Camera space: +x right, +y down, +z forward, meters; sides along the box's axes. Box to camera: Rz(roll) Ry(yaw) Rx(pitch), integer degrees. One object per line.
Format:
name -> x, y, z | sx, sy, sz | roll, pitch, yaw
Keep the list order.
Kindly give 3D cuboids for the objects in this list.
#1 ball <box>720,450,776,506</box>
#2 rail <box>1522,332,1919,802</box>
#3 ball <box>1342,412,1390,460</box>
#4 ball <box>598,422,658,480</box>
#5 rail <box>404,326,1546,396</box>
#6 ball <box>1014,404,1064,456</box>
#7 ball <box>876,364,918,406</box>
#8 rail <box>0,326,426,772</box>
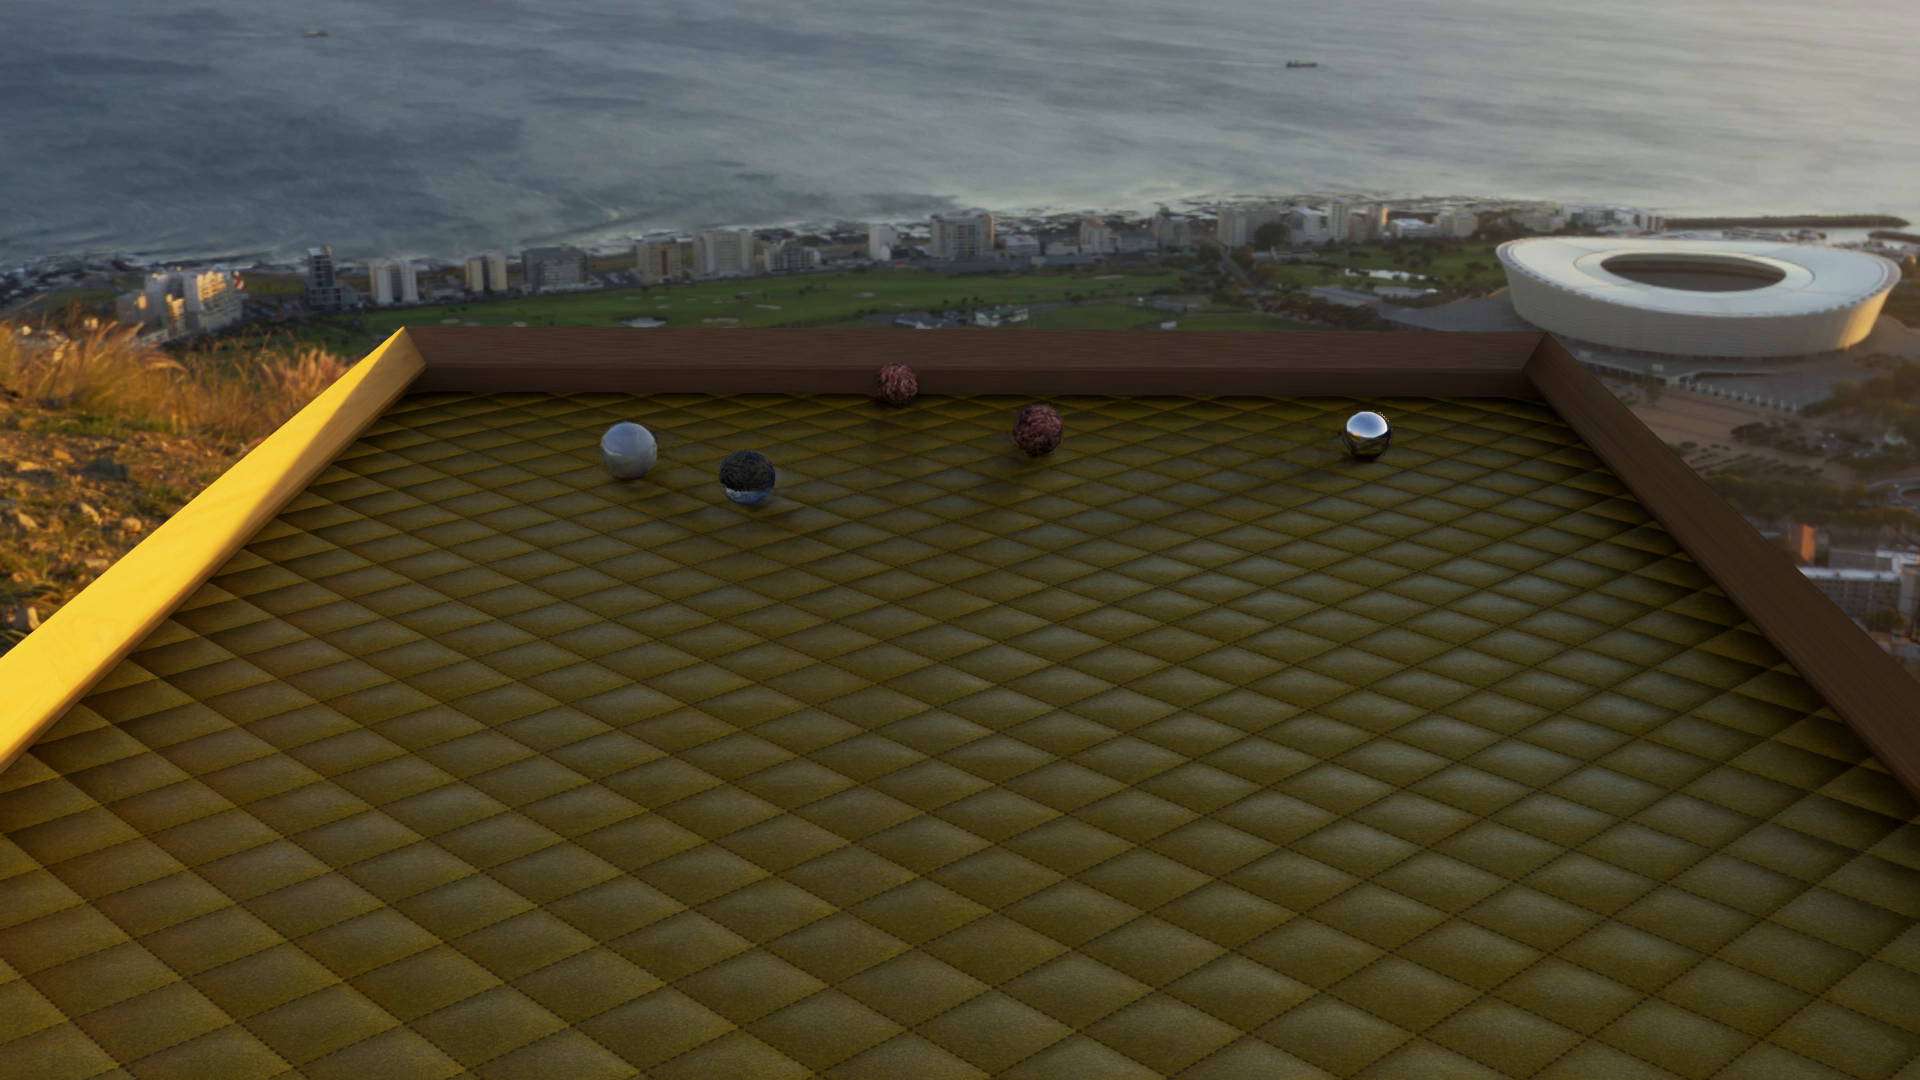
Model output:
ball -> -0.277, -0.081, 2.873 | 0.072, 0.072, 0.072 | 0, 18, 0
rail -> 0.847, 0.254, 1.788 | 0.045, 0.102, 3.414 | 0, 18, 1
ball -> 0.569, -0.146, 3.081 | 0.067, 0.067, 0.067 | 0, 18, 0
ball -> -0.450, -0.120, 2.981 | 0.079, 0.079, 0.079 | 0, 18, 0
rail -> 0.018, -0.271, 3.407 | 1.778, 0.102, 0.045 | 0, 18, 1
ball -> 0.111, -0.155, 3.102 | 0.071, 0.071, 0.071 | 0, 18, 0
ball -> -0.097, -0.238, 3.368 | 0.064, 0.064, 0.064 | 0, 18, 0
rail -> -0.884, 0.243, 1.824 | 0.045, 0.102, 3.414 | 0, 18, 1
